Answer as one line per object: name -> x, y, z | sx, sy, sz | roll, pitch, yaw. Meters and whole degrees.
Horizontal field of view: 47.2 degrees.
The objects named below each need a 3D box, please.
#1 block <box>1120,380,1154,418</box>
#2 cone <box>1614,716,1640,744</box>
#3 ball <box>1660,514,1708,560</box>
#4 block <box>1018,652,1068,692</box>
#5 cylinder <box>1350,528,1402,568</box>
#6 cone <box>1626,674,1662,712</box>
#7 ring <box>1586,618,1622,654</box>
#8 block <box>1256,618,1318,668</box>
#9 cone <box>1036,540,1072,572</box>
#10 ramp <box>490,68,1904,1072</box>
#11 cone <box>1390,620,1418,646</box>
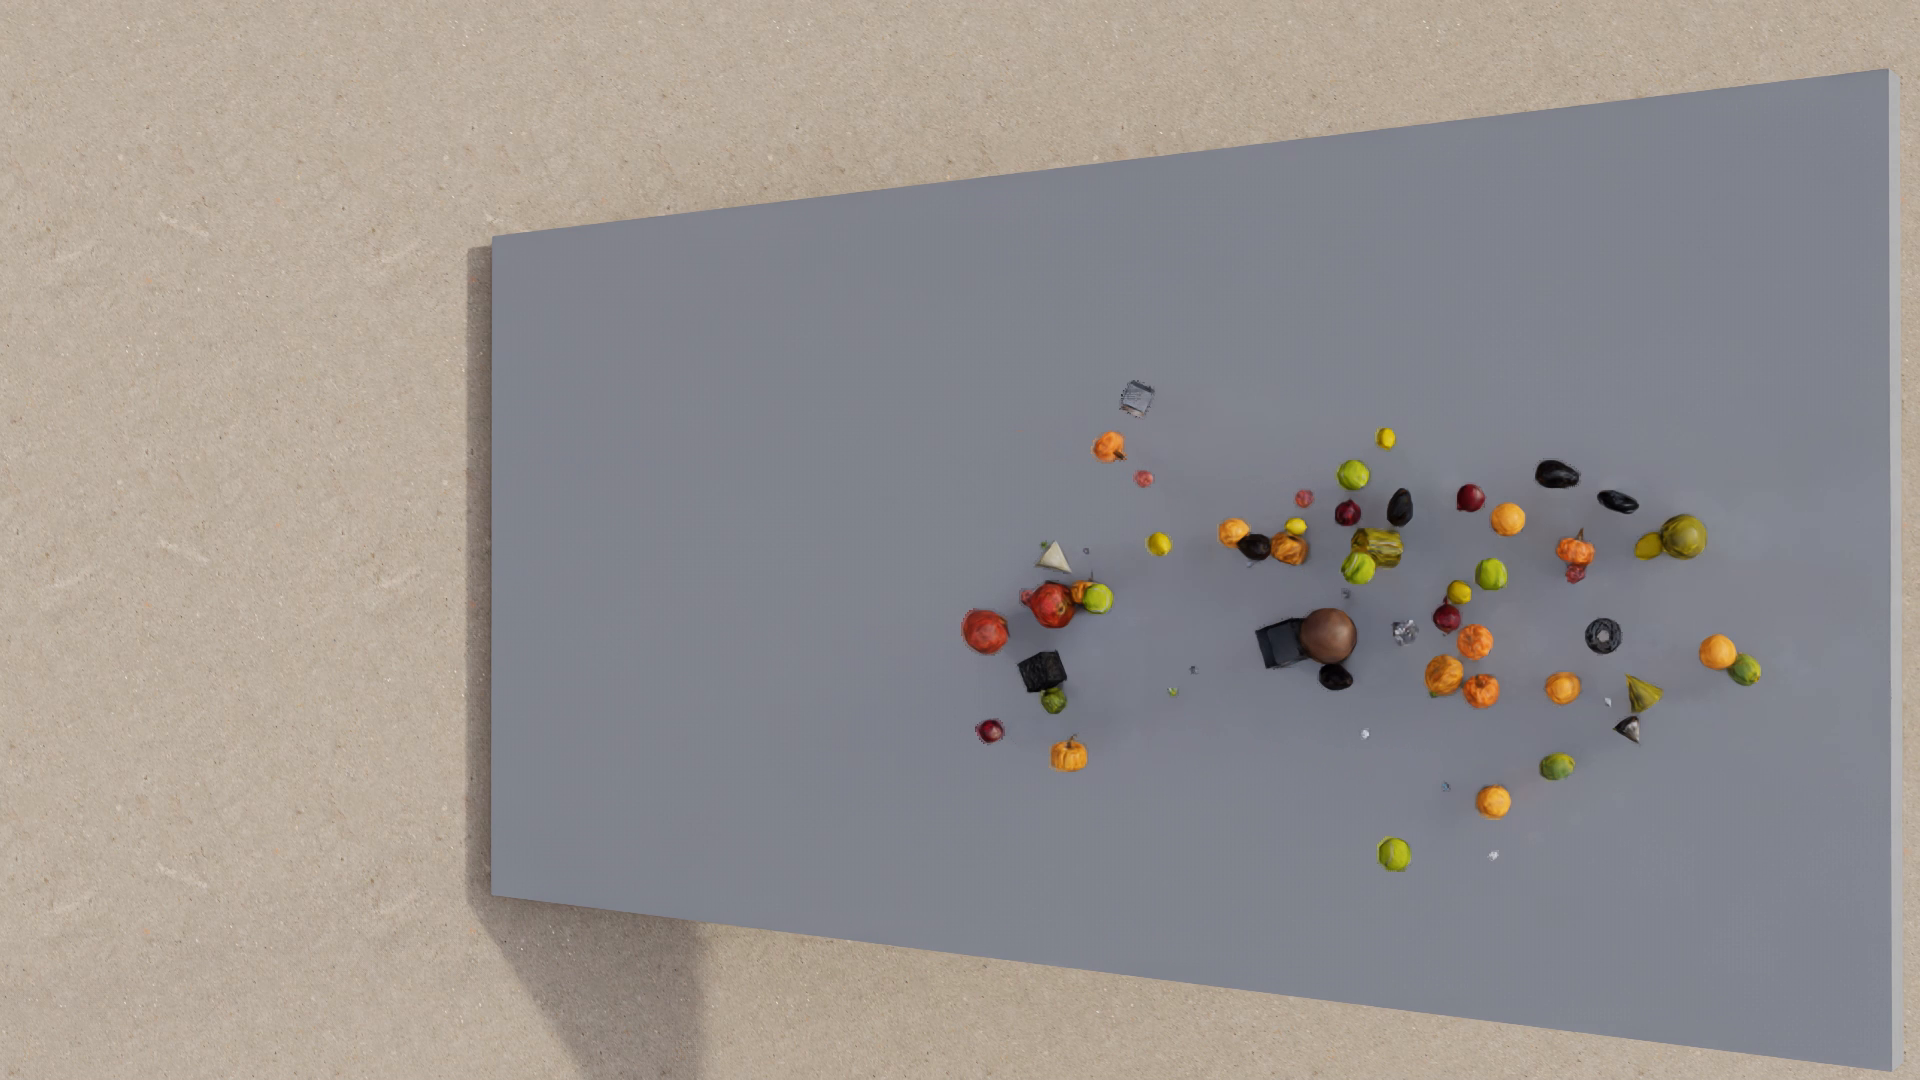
block -> 0.429, -0.340, 5.320 | 0.061, 0.061, 0.061 | 24, 80, 5
cone -> 1.425, 0.411, 4.656 | 0.057, 0.057, 0.057 | -32, 91, 0
ball -> 1.504, -0.006, 4.570 | 0.094, 0.094, 0.094 | 0, 90, 0
block -> 0.206, 0.328, 5.487 | 0.076, 0.076, 0.076 | -30, 73, 31
cylinder -> 0.937, 0.017, 4.950 | 0.085, 0.085, 0.085 | 5, 90, -16
cone -> 1.419, 0.309, 4.612 | 0.077, 0.077, 0.077 | -40, 96, 0
ring -> 1.360, 0.203, 4.647 | 0.077, 0.026, 0.077 | -8, 76, 32
block -> 0.756, 0.239, 5.093 | 0.091, 0.091, 0.091 | -22, 77, 33
cone -> 0.247, 0.056, 5.485 | 0.082, 0.082, 0.082 | 37, 90, 1
ramp -> 0.245, 0.068, 5.570 | 4.000, 0.100, 2.000 | 0, 89, 35
cone -> 0.990, 0.200, 4.967 | 0.064, 0.064, 0.064 | -9, 113, -23
